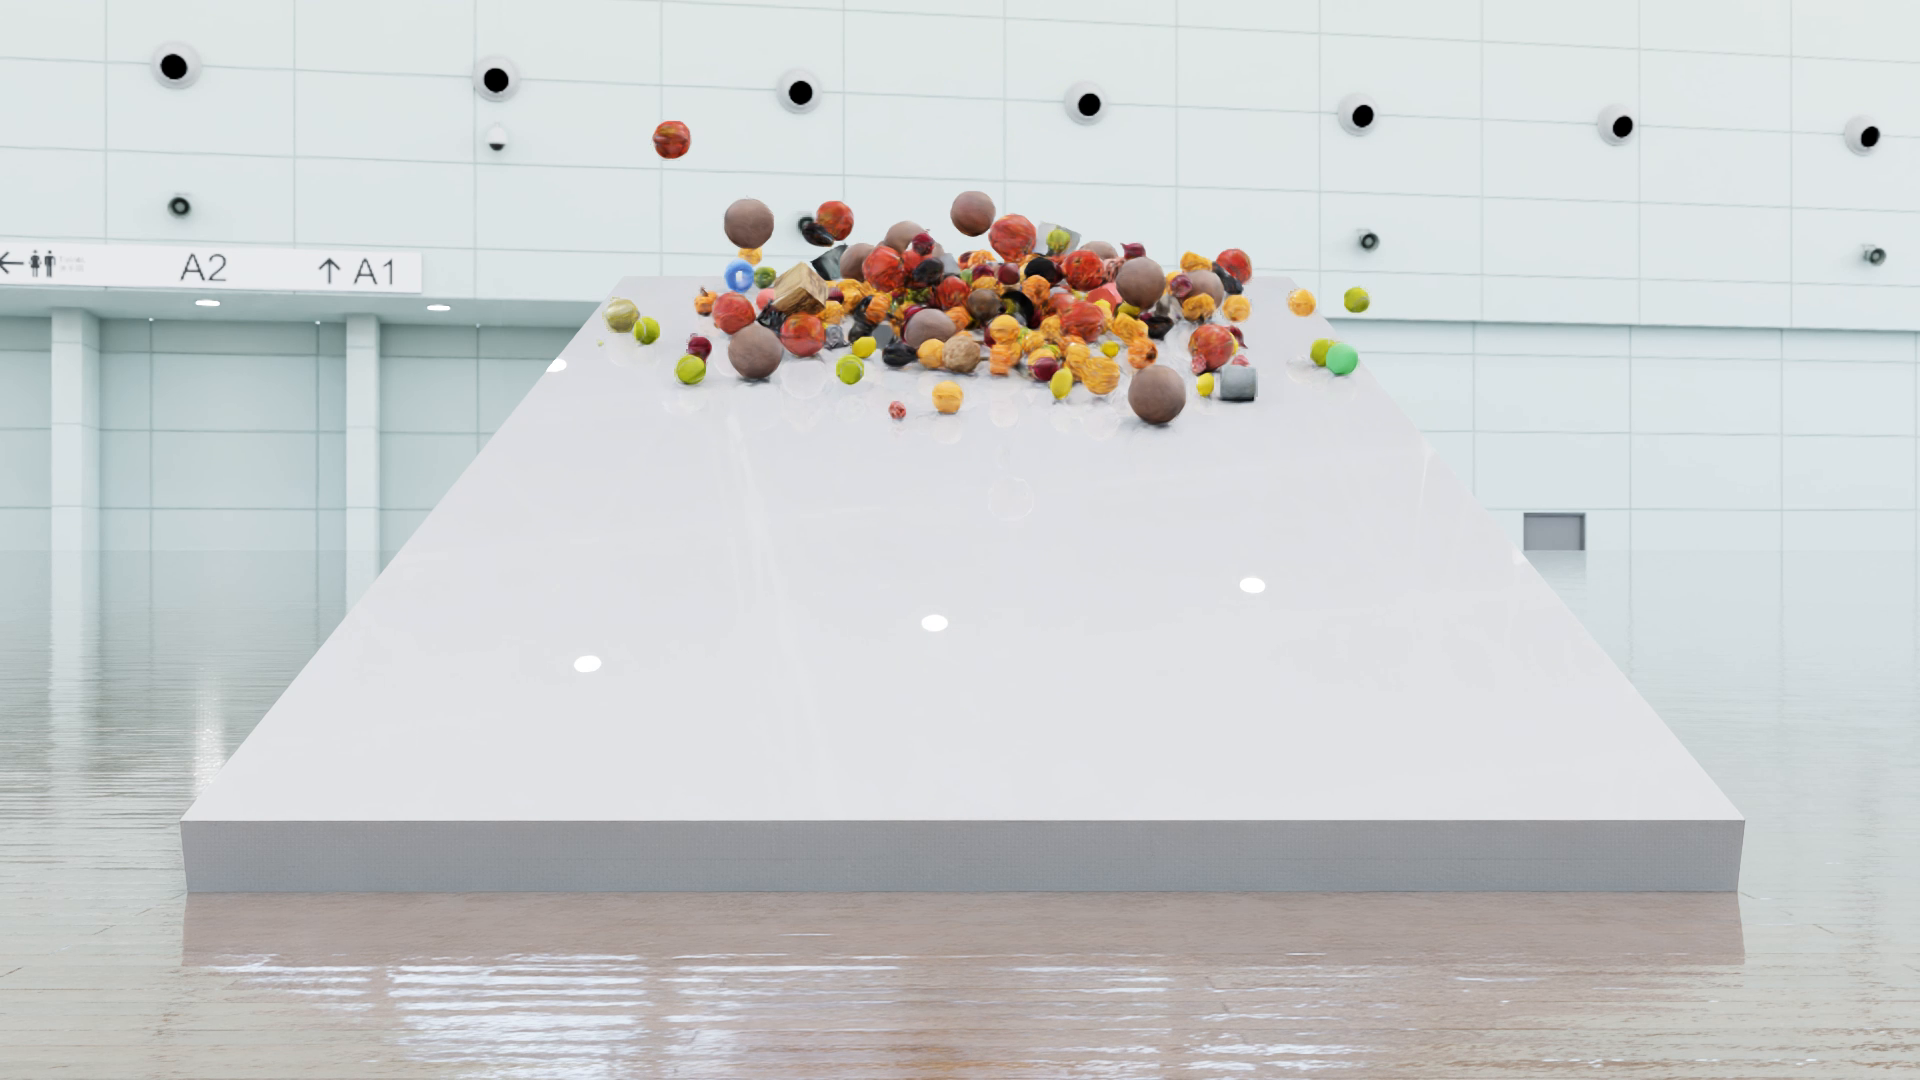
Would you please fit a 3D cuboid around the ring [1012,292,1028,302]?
[{"bbox_3d":[0.158,-0.698,6.247,0.116,0.039,0.116,16,10,-3],"label":"ring"}]

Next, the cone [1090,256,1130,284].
[{"bbox_3d":[0.400,-0.752,6.138,0.099,0.099,0.099,22,9,25],"label":"cone"}]

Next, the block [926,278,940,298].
[{"bbox_3d":[-0.062,-0.723,6.335,0.054,0.054,0.054,-11,20,-32],"label":"block"}]

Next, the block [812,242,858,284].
[{"bbox_3d":[-0.366,-0.805,6.483,0.082,0.082,0.082,-24,7,41],"label":"block"}]

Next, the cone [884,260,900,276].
[{"bbox_3d":[-0.191,-0.806,6.648,0.055,0.055,0.055,0,24,-31],"label":"cone"}]

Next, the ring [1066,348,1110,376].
[{"bbox_3d":[0.310,-0.429,5.367,0.112,0.037,0.112,8,29,-5],"label":"ring"}]

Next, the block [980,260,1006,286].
[{"bbox_3d":[0.092,-0.731,6.091,0.054,0.054,0.054,19,12,2],"label":"block"}]

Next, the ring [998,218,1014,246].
[{"bbox_3d":[0.116,-0.778,5.603,0.025,0.075,0.075,-10,3,-20],"label":"ring"}]

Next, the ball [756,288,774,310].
[{"bbox_3d":[-0.524,-0.655,6.081,0.070,0.070,0.070,0,0,0],"label":"ball"}]

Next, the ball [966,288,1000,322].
[{"bbox_3d":[0.059,-0.599,5.649,0.086,0.086,0.086,0,0,0],"label":"ball"}]

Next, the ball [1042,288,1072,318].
[{"bbox_3d":[0.259,-0.632,5.898,0.081,0.081,0.081,0,0,0],"label":"ball"}]

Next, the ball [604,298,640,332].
[{"bbox_3d":[-0.887,-0.590,5.826,0.091,0.091,0.091,0,0,0],"label":"ball"}]

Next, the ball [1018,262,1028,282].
[{"bbox_3d":[0.193,-0.719,6.010,0.070,0.070,0.070,0,0,0],"label":"ball"}]

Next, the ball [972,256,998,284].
[{"bbox_3d":[0.075,-0.772,6.361,0.081,0.081,0.081,0,0,0],"label":"ball"}]

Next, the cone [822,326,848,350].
[{"bbox_3d":[-0.307,-0.506,5.659,0.061,0.061,0.061,0,-16,46],"label":"cone"}]

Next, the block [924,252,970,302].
[{"bbox_3d":[-0.037,-0.728,6.147,0.086,0.086,0.086,-29,-15,3],"label":"block"}]

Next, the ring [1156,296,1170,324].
[{"bbox_3d":[0.537,-0.610,5.879,0.025,0.075,0.075,6,-1,-11],"label":"ring"}]

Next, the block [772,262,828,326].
[{"bbox_3d":[-0.402,-0.620,5.582,0.095,0.095,0.095,-30,-49,27],"label":"block"}]

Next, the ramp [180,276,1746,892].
[{"bbox_3d":[-0.003,-0.170,4.762,2.000,0.100,4.000,0,17,0],"label":"ramp"}]

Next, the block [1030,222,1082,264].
[{"bbox_3d":[0.271,-0.841,6.279,0.090,0.090,0.090,17,3,-32],"label":"block"}]

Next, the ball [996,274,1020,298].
[{"bbox_3d":[0.127,-0.670,5.881,0.067,0.067,0.067,0,0,0],"label":"ball"}]

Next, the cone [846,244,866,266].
[{"bbox_3d":[-0.294,-0.830,6.362,0.058,0.058,0.058,0,-37,-17],"label":"cone"}]

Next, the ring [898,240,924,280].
[{"bbox_3d":[-0.133,-0.769,6.107,0.039,0.117,0.117,25,3,7],"label":"ring"}]

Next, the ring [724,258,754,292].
[{"bbox_3d":[-0.635,-0.761,6.386,0.097,0.097,0.032,0,7,-42],"label":"ring"}]

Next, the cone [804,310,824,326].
[{"bbox_3d":[-0.384,-0.628,5.897,0.087,0.087,0.087,0,-18,-28],"label":"cone"}]

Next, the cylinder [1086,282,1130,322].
[{"bbox_3d":[0.400,-0.645,6.010,0.093,0.093,0.093,0,17,26],"label":"cylinder"}]

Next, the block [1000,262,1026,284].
[{"bbox_3d":[0.153,-0.785,6.521,0.060,0.060,0.060,-12,15,-38],"label":"block"}]

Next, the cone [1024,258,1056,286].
[{"bbox_3d":[0.215,-0.733,5.960,0.083,0.083,0.083,0,25,2],"label":"cone"}]

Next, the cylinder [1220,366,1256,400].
[{"bbox_3d":[0.638,-0.361,5.091,0.078,0.078,0.078,2,0,6],"label":"cylinder"}]

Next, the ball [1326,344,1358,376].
[{"bbox_3d":[0.920,-0.436,5.343,0.077,0.077,0.077,0,0,0],"label":"ball"}]

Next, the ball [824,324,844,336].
[{"bbox_3d":[-0.325,-0.530,5.699,0.050,0.050,0.050,0,0,0],"label":"ball"}]

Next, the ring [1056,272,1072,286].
[{"bbox_3d":[0.275,-0.757,6.484,0.109,0.036,0.109,1,17,0],"label":"ring"}]

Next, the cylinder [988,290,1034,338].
[{"bbox_3d":[0.130,-0.581,5.723,0.096,0.096,0.096,0,-15,-18],"label":"cylinder"}]

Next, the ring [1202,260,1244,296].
[{"bbox_3d":[0.751,-0.747,6.338,0.139,0.046,0.139,38,11,-8],"label":"ring"}]

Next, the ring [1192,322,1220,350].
[{"bbox_3d":[0.622,-0.517,5.626,0.087,0.029,0.087,-42,-8,-7],"label":"ring"}]

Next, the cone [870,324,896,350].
[{"bbox_3d":[-0.182,-0.510,5.667,0.067,0.067,0.067,0,-13,36],"label":"cone"}]

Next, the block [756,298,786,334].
[{"bbox_3d":[-0.496,-0.591,5.843,0.060,0.060,0.060,36,14,-10],"label":"block"}]

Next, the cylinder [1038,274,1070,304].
[{"bbox_3d":[0.258,-0.687,6.143,0.070,0.070,0.070,0,-21,-31],"label":"cylinder"}]

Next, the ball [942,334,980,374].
[{"bbox_3d":[0.003,-0.449,5.355,0.094,0.094,0.094,0,0,0],"label":"ball"}]

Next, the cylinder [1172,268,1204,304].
[{"bbox_3d":[0.645,-0.715,6.249,0.085,0.085,0.085,0,18,10],"label":"cylinder"}]

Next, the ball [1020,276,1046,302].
[{"bbox_3d":[0.194,-0.666,5.893,0.066,0.066,0.066,0,0,0],"label":"ball"}]

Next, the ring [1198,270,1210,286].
[{"bbox_3d":[0.672,-0.750,6.412,0.101,0.034,0.101,-8,-14,-2],"label":"ring"}]

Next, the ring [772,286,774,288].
[{"bbox_3d":[-0.484,-0.696,6.268,0.121,0.040,0.121,1,17,0],"label":"ring"}]

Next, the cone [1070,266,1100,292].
[{"bbox_3d":[0.370,-0.723,6.285,0.083,0.083,0.083,33,-4,-7],"label":"cone"}]
